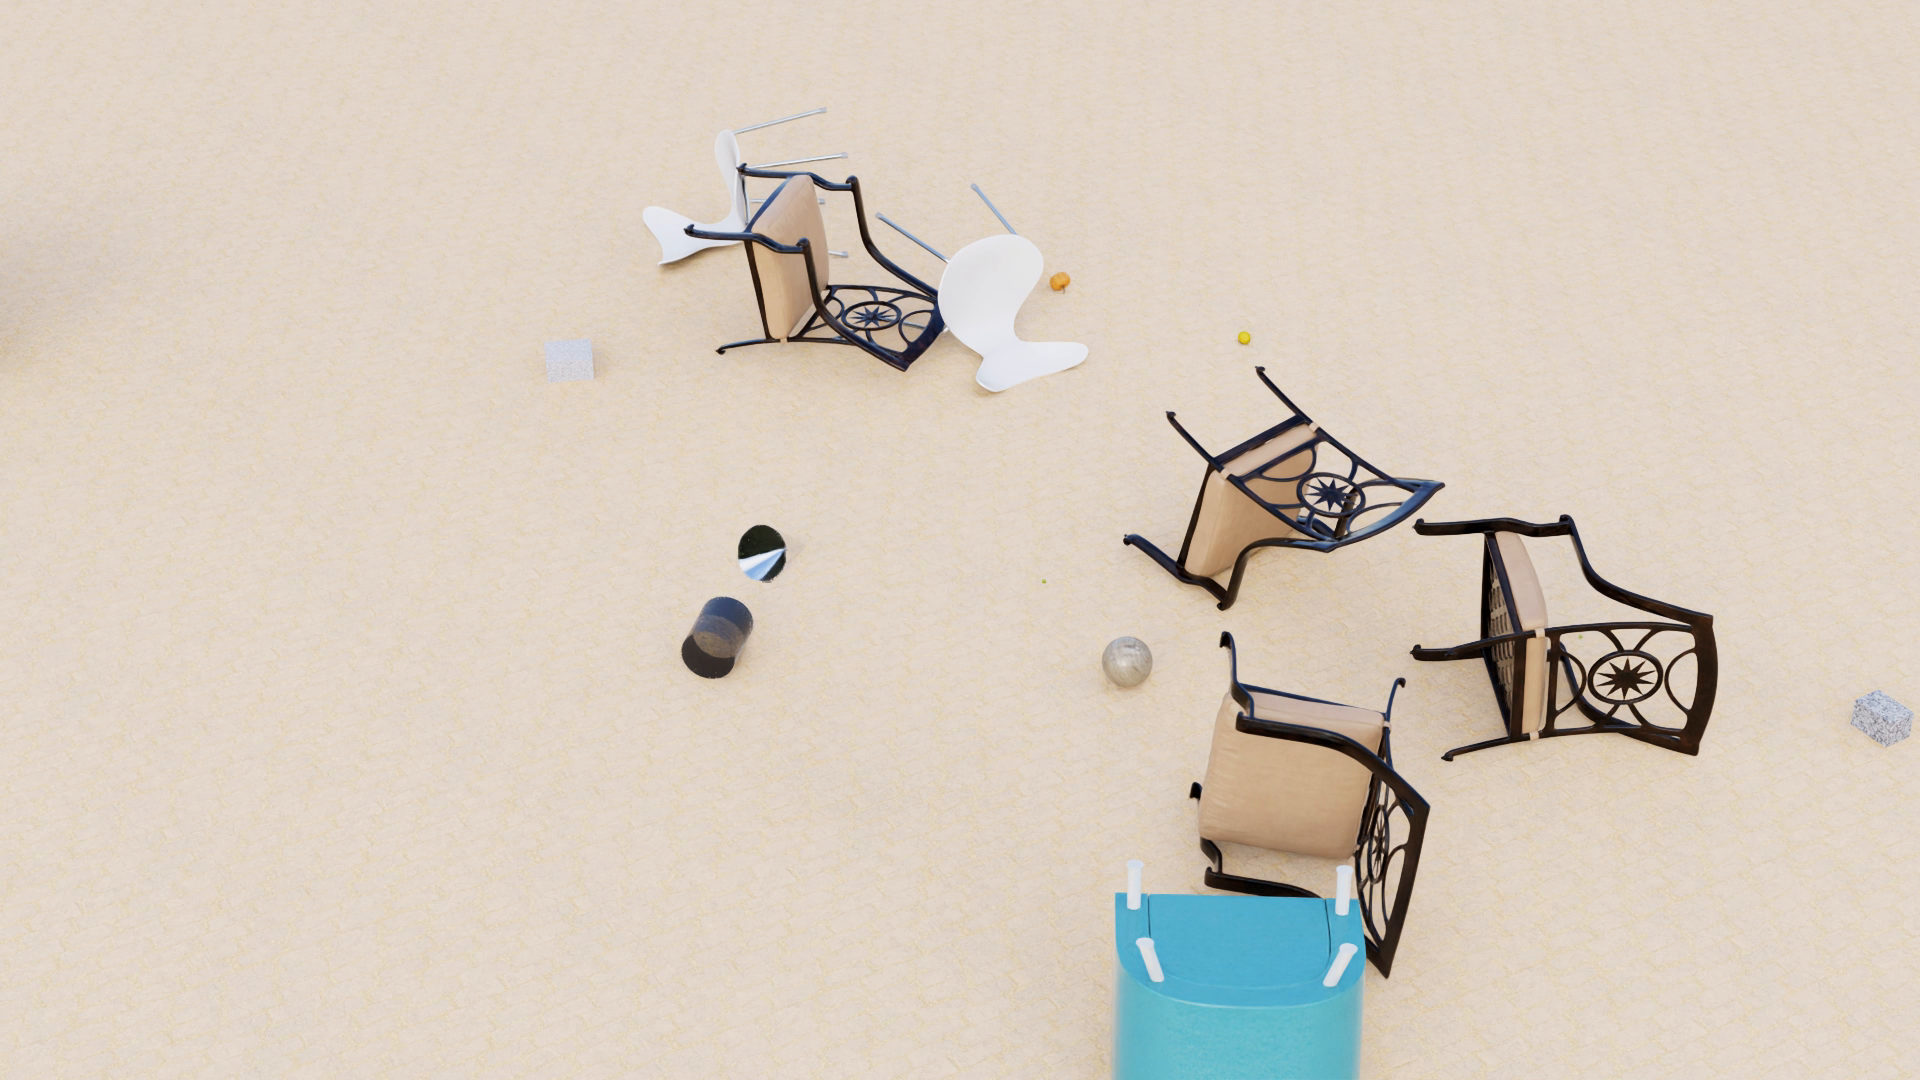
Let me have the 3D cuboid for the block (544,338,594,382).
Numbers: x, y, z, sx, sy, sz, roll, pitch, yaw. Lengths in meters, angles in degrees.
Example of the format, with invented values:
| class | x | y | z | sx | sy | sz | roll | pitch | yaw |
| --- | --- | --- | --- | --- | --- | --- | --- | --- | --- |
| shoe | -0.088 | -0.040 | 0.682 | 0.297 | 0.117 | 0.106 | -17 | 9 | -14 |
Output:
| class | x | y | z | sx | sy | sz | roll | pitch | yaw |
| --- | --- | --- | --- | --- | --- | --- | --- | --- | --- |
| block | -1.596 | -0.733 | 11.972 | 0.187 | 0.093 | 0.175 | -5 | 34 | -7 |

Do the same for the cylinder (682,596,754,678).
| class | x | y | z | sx | sy | sz | roll | pitch | yaw |
| --- | --- | --- | --- | --- | --- | --- | --- | --- | --- |
| cylinder | -0.847 | 0.341 | 10.247 | 0.192 | 0.201 | 0.223 | 34 | 35 | -7 |

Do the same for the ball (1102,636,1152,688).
| class | x | y | z | sx | sy | sz | roll | pitch | yaw |
| --- | --- | --- | --- | --- | --- | --- | --- | --- | --- |
| ball | 0.579 | 0.421 | 10.144 | 0.177 | 0.177 | 0.177 | 0 | 33 | 0 |

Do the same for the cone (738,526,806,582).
| class | x | y | z | sx | sy | sz | roll | pitch | yaw |
| --- | --- | --- | --- | --- | --- | --- | --- | --- | --- |
| cone | -0.648 | 0.029 | 10.809 | 0.225 | 0.203 | 0.286 | -31 | -9 | 31 |

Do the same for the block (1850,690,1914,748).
| class | x | y | z | sx | sy | sz | roll | pitch | yaw |
| --- | --- | --- | --- | --- | --- | --- | --- | --- | --- |
| block | 3.124 | 0.604 | 9.935 | 0.111 | 0.102 | 0.160 | -20 | 38 | -27 |
